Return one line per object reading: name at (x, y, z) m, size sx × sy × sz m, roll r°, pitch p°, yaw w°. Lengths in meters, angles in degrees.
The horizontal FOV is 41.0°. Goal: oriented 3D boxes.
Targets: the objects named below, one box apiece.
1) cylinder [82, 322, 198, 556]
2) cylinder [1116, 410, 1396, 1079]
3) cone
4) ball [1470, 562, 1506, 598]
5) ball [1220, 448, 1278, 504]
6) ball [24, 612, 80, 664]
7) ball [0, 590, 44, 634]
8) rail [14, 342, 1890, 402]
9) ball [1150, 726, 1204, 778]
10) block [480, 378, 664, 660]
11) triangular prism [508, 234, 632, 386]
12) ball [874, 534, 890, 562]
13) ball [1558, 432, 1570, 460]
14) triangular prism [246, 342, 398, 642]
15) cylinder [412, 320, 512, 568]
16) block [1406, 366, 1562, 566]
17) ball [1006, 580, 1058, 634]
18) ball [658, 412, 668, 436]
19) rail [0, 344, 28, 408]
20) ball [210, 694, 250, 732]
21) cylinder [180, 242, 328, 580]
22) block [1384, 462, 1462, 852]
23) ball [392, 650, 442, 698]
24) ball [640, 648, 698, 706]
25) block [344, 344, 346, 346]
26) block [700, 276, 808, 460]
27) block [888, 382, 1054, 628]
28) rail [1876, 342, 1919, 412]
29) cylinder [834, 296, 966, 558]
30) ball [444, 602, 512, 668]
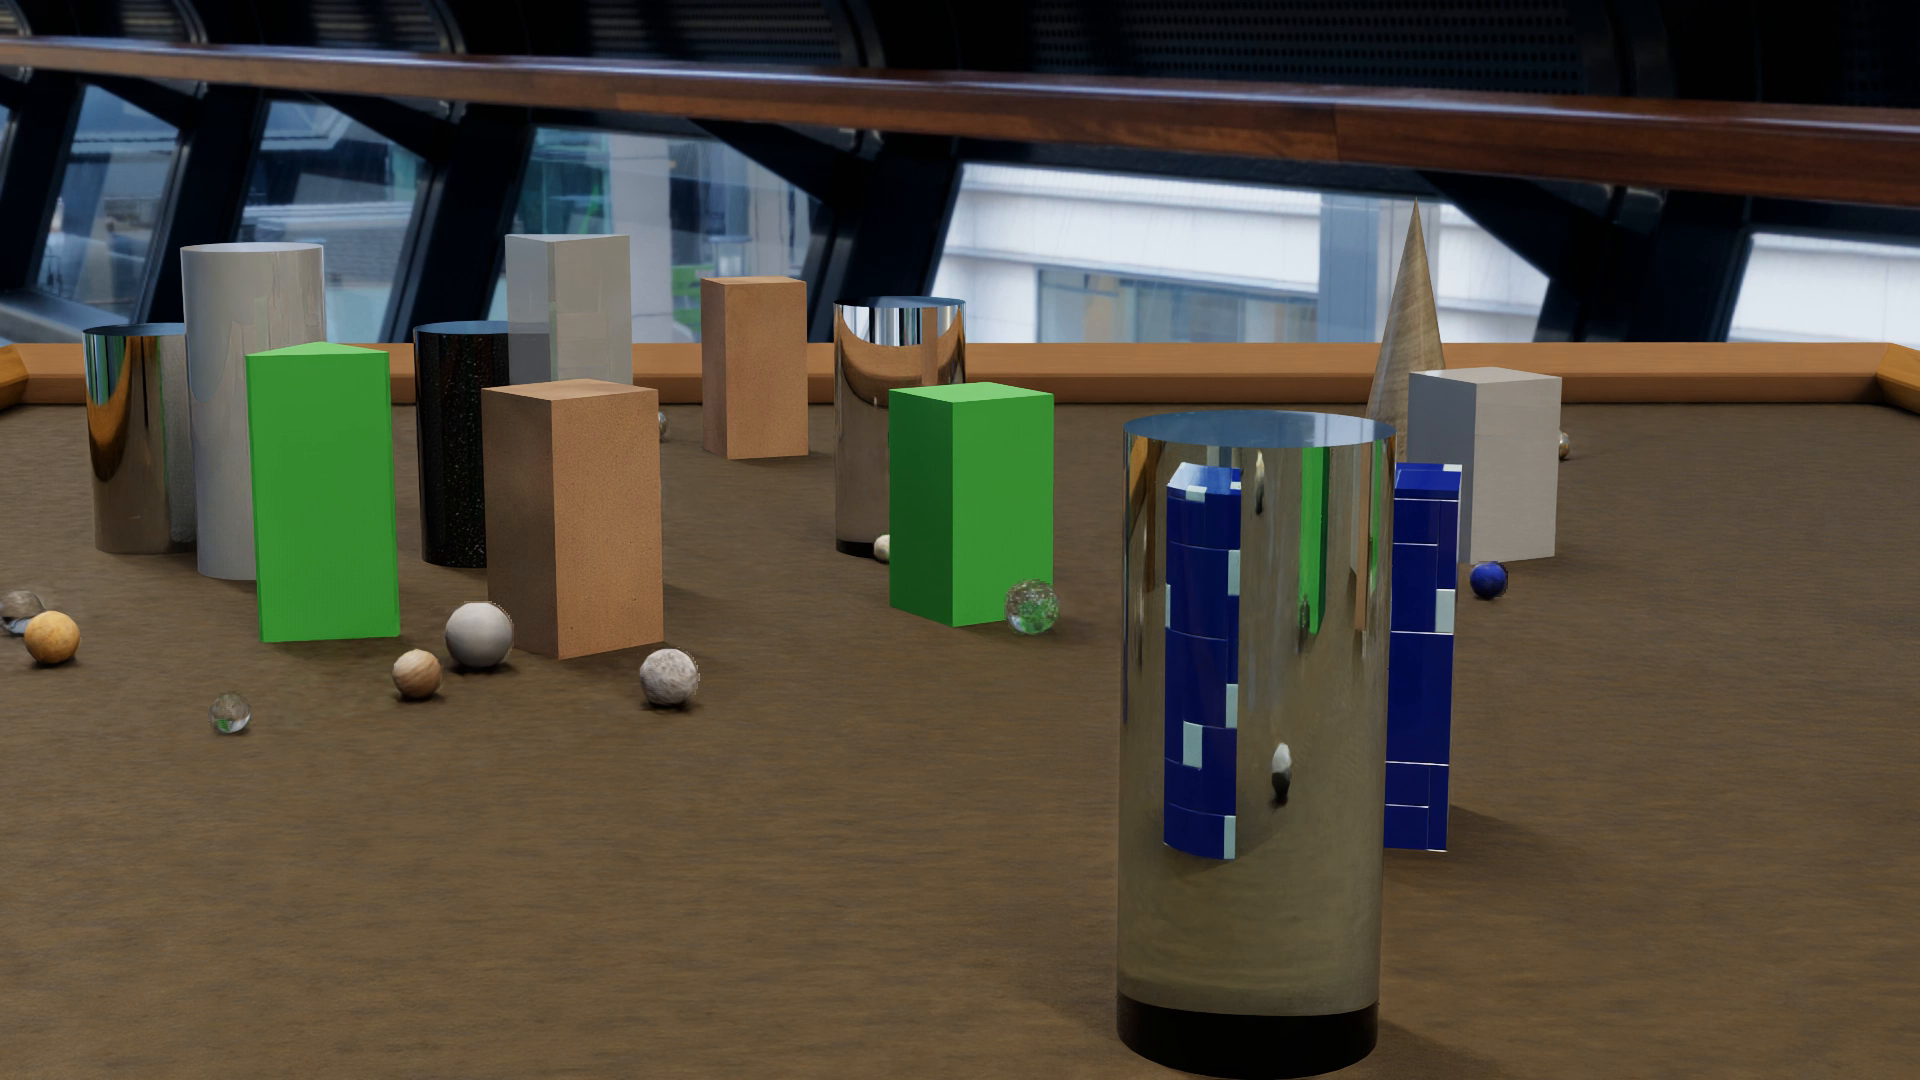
cylinder at (-1.232, -0.158, 3.936) m, size 0.199 × 0.331 × 0.199 m, roll 0°, pitch 10°, yaw 0°
cylinder at (0.219, 0.146, 1.922) m, size 0.199 × 0.465 × 0.199 m, roll 0°, pitch 10°, yaw 0°
cone at (0.817, -0.372, 4.638) m, size 0.199 × 0.497 × 0.199 m, roll 0°, pitch 10°, yaw 0°
ball at (0.731, 0.055, 3.554) m, size 0.050 × 0.050 × 0.050 m, roll 0°, pitch 10°, yaw 0°
ball at (0.487, -0.109, 4.316) m, size 0.096 × 0.096 × 0.096 m, roll 0°, pitch 10°, yaw 0°
ball at (-1.120, 0.120, 3.165) m, size 0.064 × 0.064 × 0.064 m, roll 0°, pitch 10°, yaw 0°
ball at (-1.219, 0.094, 3.328) m, size 0.057 × 0.057 × 0.057 m, roll 0°, pitch 10°, yaw 0°
rail at (-0.013, -0.361, 5.583) m, size 4.096 × 0.130 × 0.045 m, roll 0°, pitch 10°, yaw 0°
ball at (0.225, 0.220, 2.653) m, size 0.055 × 0.055 × 0.055 m, roll 0°, pitch 10°, yaw 0°
block at (-0.493, -0.031, 3.265) m, size 0.160 × 0.325 × 0.160 m, roll -9°, pitch 14°, yaw -41°
triangular prism at (-0.578, -0.185, 3.644) m, size 0.150 × 0.490 × 0.173 m, roll 6°, pitch 12°, yaw 30°
ball at (-0.107, 0.013, 3.809) m, size 0.041 × 0.041 × 0.041 m, roll 0°, pitch 10°, yaw 0°
ball at (1.113, -0.177, 4.796) m, size 0.055 × 0.055 × 0.055 m, roll 0°, pitch 10°, yaw 0°
triangular prism at (-0.827, -0.067, 3.341) m, size 0.173 × 0.368 × 0.150 m, roll -2°, pitch 11°, yaw -12°
cylinder at (-0.710, -0.146, 3.835) m, size 0.199 × 0.345 × 0.199 m, roll 0°, pitch 10°, yaw 0°
block at (0.786, -0.115, 3.867) m, size 0.160 × 0.270 × 0.160 m, roll -5°, pitch 12°, yaw -27°
ball at (0.093, 0.088, 3.326) m, size 0.070 × 0.070 × 0.070 m, roll 0°, pitch 10°, yaw 0°
ball at (-0.606, -0.227, 5.069) m, size 0.055 × 0.055 × 0.055 m, roll 0°, pitch 10°, yaw 0°
rail at (-2.024, 0.035, 3.437) m, size 0.045 × 0.130 × 4.388 m, roll 0°, pitch 10°, yaw 0°
ball at (-0.807, 0.191, 2.837) m, size 0.043 × 0.043 × 0.043 m, roll 0°, pitch 10°, yaw 0°
cylinder at (-1.019, -0.191, 3.735) m, size 0.199 × 0.469 × 0.199 m, roll 0°, pitch 10°, yaw 0°
block at (0.395, 0.106, 2.471) m, size 0.160 × 0.343 × 0.160 m, roll 2°, pitch 11°, yaw 12°
ball at (-0.632, 0.156, 2.988) m, size 0.057 × 0.057 × 0.057 m, roll 0°, pitch 10°, yaw 0°
ball at (-0.336, 0.158, 2.954) m, size 0.066 × 0.066 × 0.066 m, roll 0°, pitch 10°, yaw 0°
block at (-1.089, -0.194, 4.353) m, size 0.160 × 0.251 × 0.160 m, roll -6°, pitch 12°, yaw -31°
block at (-0.391, -0.330, 4.878) m, size 0.160 × 0.328 × 0.160 m, roll -4°, pitch 11°, yaw -22°
block at (0.014, -0.052, 3.453) m, size 0.160 × 0.297 × 0.160 m, roll -7°, pitch 12°, yaw -32°
rail at (2.024, 0.031, 3.460) m, size 0.045 × 0.130 × 4.388 m, roll 0°, pitch 10°, yaw 0°
cylinder at (-0.091, -0.174, 3.897) m, size 0.199 × 0.376 × 0.199 m, roll 0°, pitch 10°, yaw 0°
ball at (-0.589, 0.116, 3.138) m, size 0.082 × 0.082 × 0.082 m, roll 0°, pitch 10°, yaw 0°
